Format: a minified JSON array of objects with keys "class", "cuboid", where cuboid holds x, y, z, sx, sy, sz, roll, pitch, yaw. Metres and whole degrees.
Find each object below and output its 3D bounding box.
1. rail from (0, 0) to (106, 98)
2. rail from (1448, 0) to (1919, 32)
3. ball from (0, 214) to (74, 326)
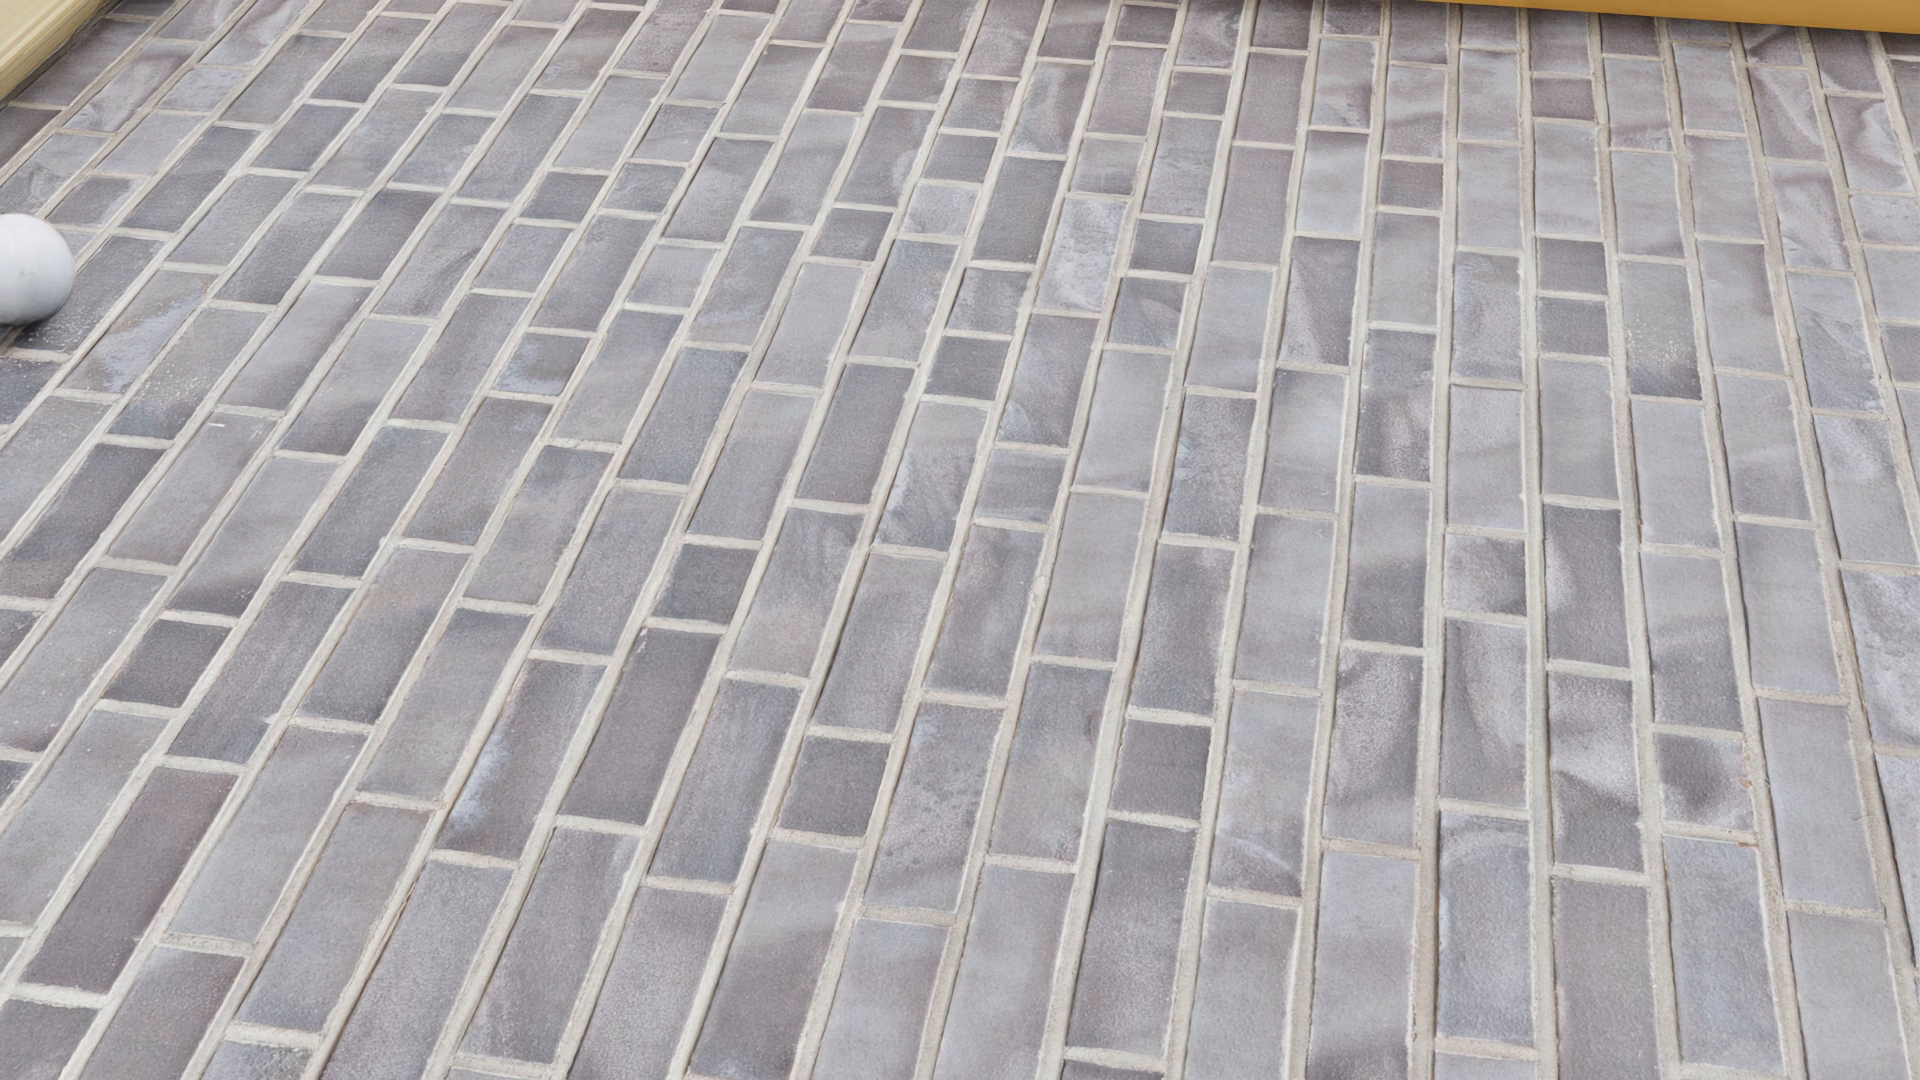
[{"class":"rail","cuboid":[-0.977,-0.122,1.894,0.045,0.116,2.093,6,36,8]},{"class":"rail","cuboid":[1.172,-0.511,2.442,4.060,0.116,0.045,6,36,8]},{"class":"ball","cuboid":[-0.756,-0.216,2.051,0.089,0.089,0.089,0,35,0]}]
